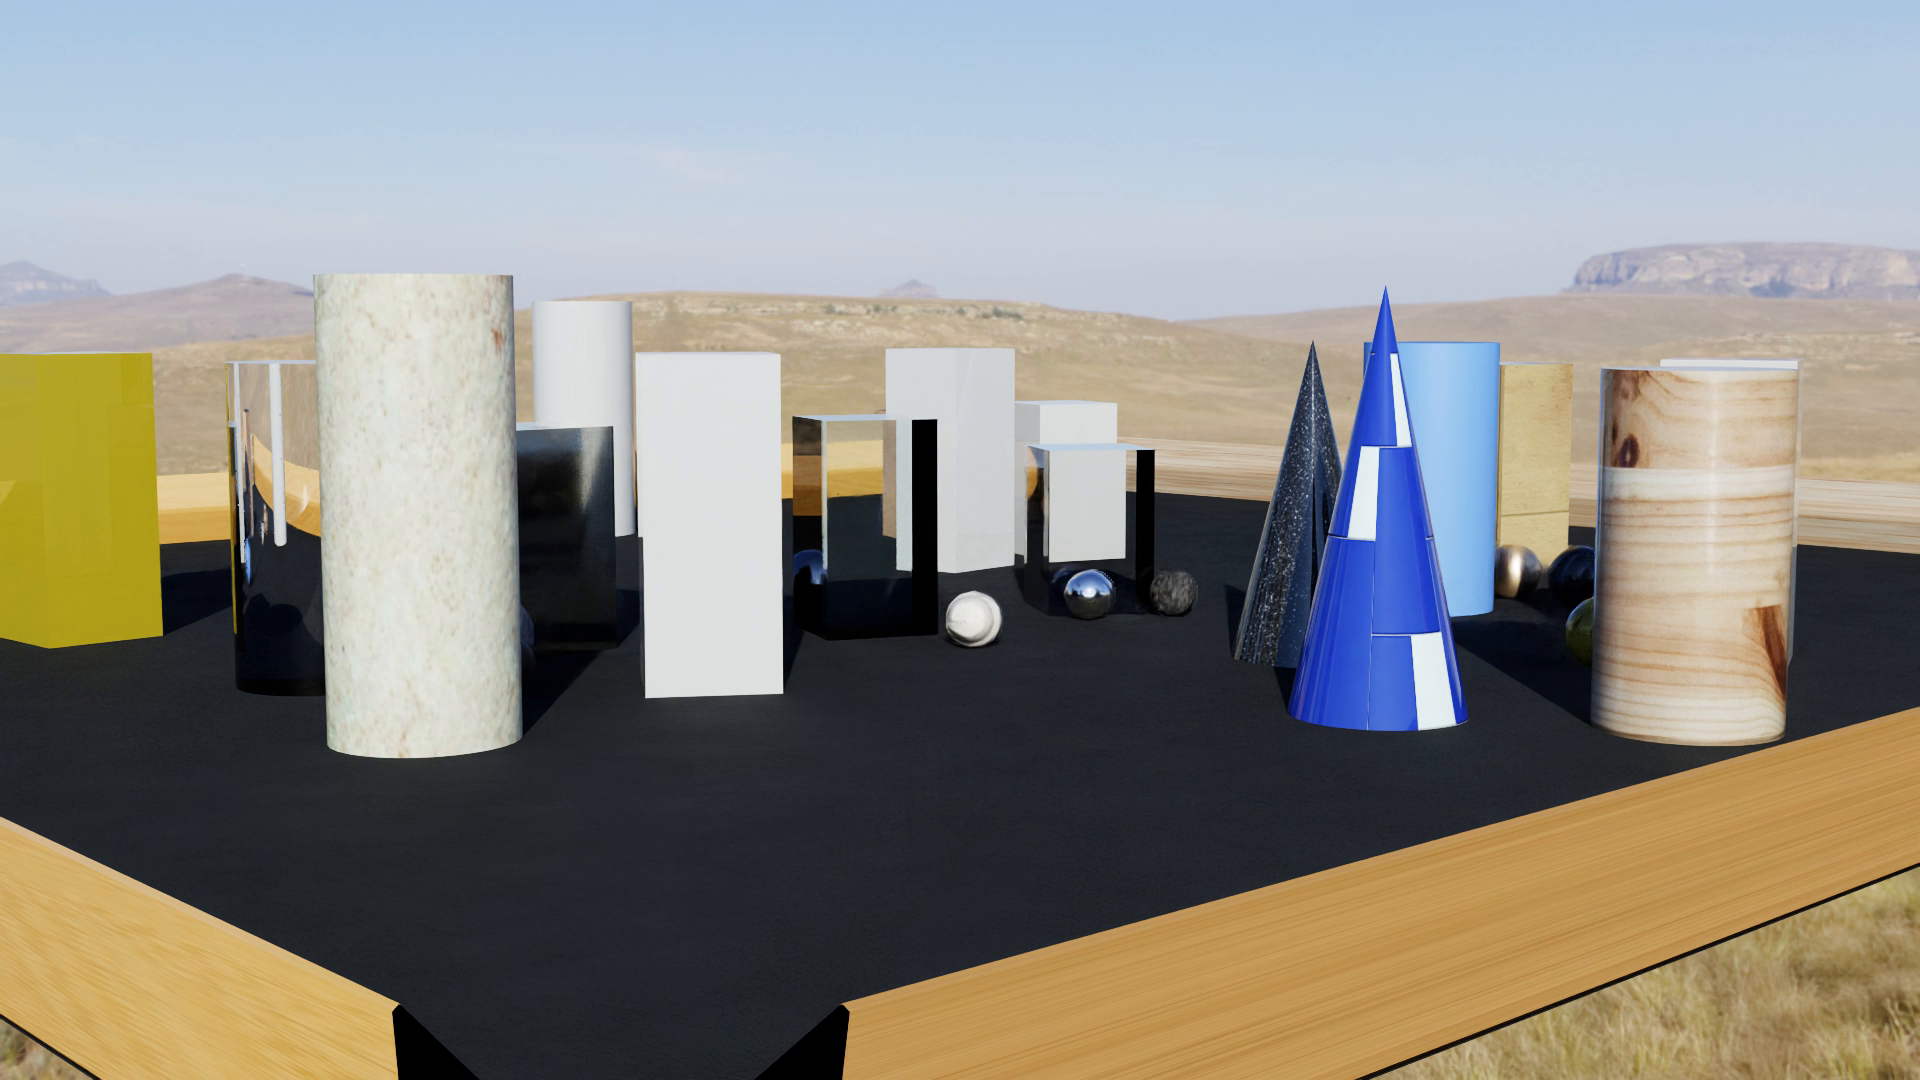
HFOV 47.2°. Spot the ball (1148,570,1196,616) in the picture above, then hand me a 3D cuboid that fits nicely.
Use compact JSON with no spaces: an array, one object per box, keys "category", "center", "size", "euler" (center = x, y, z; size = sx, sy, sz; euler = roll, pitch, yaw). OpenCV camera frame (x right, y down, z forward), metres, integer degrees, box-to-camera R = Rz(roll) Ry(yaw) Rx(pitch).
[{"category":"ball","center":[0.310,0.078,3.212],"size":[0.068,0.068,0.068],"euler":[0,6,0]}]

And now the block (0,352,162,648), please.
[{"category":"block","center":[-1.208,-0.061,2.999],"size":[0.159,0.388,0.159],"euler":[6,8,43]}]

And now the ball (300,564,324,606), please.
[{"category":"ball","center":[-0.964,0.068,3.320],"size":[0.064,0.064,0.064],"euler":[0,6,0]}]

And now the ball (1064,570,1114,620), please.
[{"category":"ball","center":[0.187,0.079,3.181],"size":[0.071,0.071,0.071],"euler":[0,6,0]}]

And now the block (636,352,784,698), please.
[{"category":"block","center":[-0.299,-0.024,2.610],"size":[0.159,0.394,0.159],"euler":[-1,6,-10]}]

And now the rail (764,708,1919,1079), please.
[{"category":"rail","center":[1.126,0.160,2.118],"size":[3.551,0.129,0.045],"euler":[-5,8,-42]}]

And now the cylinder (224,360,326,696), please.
[{"category":"cylinder","center":[-0.767,-0.020,2.626],"size":[0.199,0.384,0.199],"euler":[0,6,0]}]

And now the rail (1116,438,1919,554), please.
[{"category":"rail","center":[1.287,-0.090,4.513],"size":[0.045,0.129,3.369],"euler":[-5,8,-42]}]

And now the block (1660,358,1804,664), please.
[{"category":"block","center":[0.973,-0.037,2.787],"size":[0.159,0.384,0.159],"euler":[3,6,24]}]

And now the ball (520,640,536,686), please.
[{"category":"ball","center":[-0.532,0.145,2.585],"size":[0.064,0.064,0.064],"euler":[0,6,0]}]

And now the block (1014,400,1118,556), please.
[{"category":"block","center":[0.180,-0.115,4.054],"size":[0.159,0.277,0.159],"euler":[-3,7,-26]}]

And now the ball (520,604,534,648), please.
[{"category":"ball","center":[-0.573,0.116,2.713],"size":[0.095,0.095,0.095],"euler":[0,6,0]}]

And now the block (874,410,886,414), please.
[{"category":"block","center":[-0.067,-0.134,4.379],"size":[0.159,0.247,0.159],"euler":[-3,7,-25]}]

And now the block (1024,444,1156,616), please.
[{"category":"block","center":[0.192,-0.018,3.295],"size":[0.159,0.242,0.159],"euler":[-1,6,-11]}]

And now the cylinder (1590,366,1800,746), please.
[{"category":"cylinder","center":[0.778,0.010,2.336],"size":[0.199,0.384,0.199],"euler":[0,6,0]}]

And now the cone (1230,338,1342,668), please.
[{"category":"cone","center":[0.450,-0.053,2.823],"size":[0.199,0.409,0.199],"euler":[0,6,0]}]

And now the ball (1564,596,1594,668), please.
[{"category":"ball","center":[0.799,0.115,2.732],"size":[0.093,0.093,0.093],"euler":[0,6,0]}]

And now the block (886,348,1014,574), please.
[{"category":"block","center":[-0.017,-0.144,3.837],"size":[0.159,0.379,0.159],"euler":[5,8,40]}]

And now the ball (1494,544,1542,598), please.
[{"category":"ball","center":[0.858,0.048,3.409],"size":[0.086,0.086,0.086],"euler":[0,6,0]}]

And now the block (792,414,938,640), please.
[{"category":"block","center":[-0.133,-0.022,3.062],"size":[0.159,0.297,0.159],"euler":[-2,6,-21]}]

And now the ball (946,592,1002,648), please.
[{"category":"ball","center":[0.018,0.105,2.914],"size":[0.075,0.075,0.075],"euler":[0,6,0]}]

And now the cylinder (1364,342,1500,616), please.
[{"category":"cylinder","center":[0.701,-0.096,3.292],"size":[0.199,0.397,0.199],"euler":[0,6,0]}]

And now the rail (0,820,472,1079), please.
[{"category":"rail","center":[-1.287,0.157,2.150],"size":[0.045,0.129,3.369],"euler":[-5,8,-42]}]

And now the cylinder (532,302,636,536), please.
[{"category":"cylinder","center":[-0.752,-0.245,4.399],"size":[0.199,0.463,0.199],"euler":[0,6,0]}]

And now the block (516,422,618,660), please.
[{"category":"block","center":[-0.566,-0.003,2.893],"size":[0.159,0.294,0.159],"euler":[6,8,43]}]

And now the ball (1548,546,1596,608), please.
[{"category":"ball","center":[0.928,0.056,3.291],"size":[0.094,0.094,0.094],"euler":[0,6,0]}]

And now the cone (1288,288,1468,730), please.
[{"category":"cone","center":[0.463,-0.043,2.413],"size":[0.199,0.474,0.199],"euler":[0,6,0]}]

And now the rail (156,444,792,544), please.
[{"category":"rail","center":[-1.126,-0.093,4.546],"size":[3.551,0.129,0.045],"euler":[-5,8,-42]}]

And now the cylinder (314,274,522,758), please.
[{"category":"cylinder","center":[-0.557,-0.031,2.270],"size":[0.199,0.480,0.199],"euler":[0,6,0]}]

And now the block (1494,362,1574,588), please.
[{"category":"block","center":[0.876,-0.107,3.576],"size":[0.159,0.360,0.159],"euler":[-4,7,-34]}]
